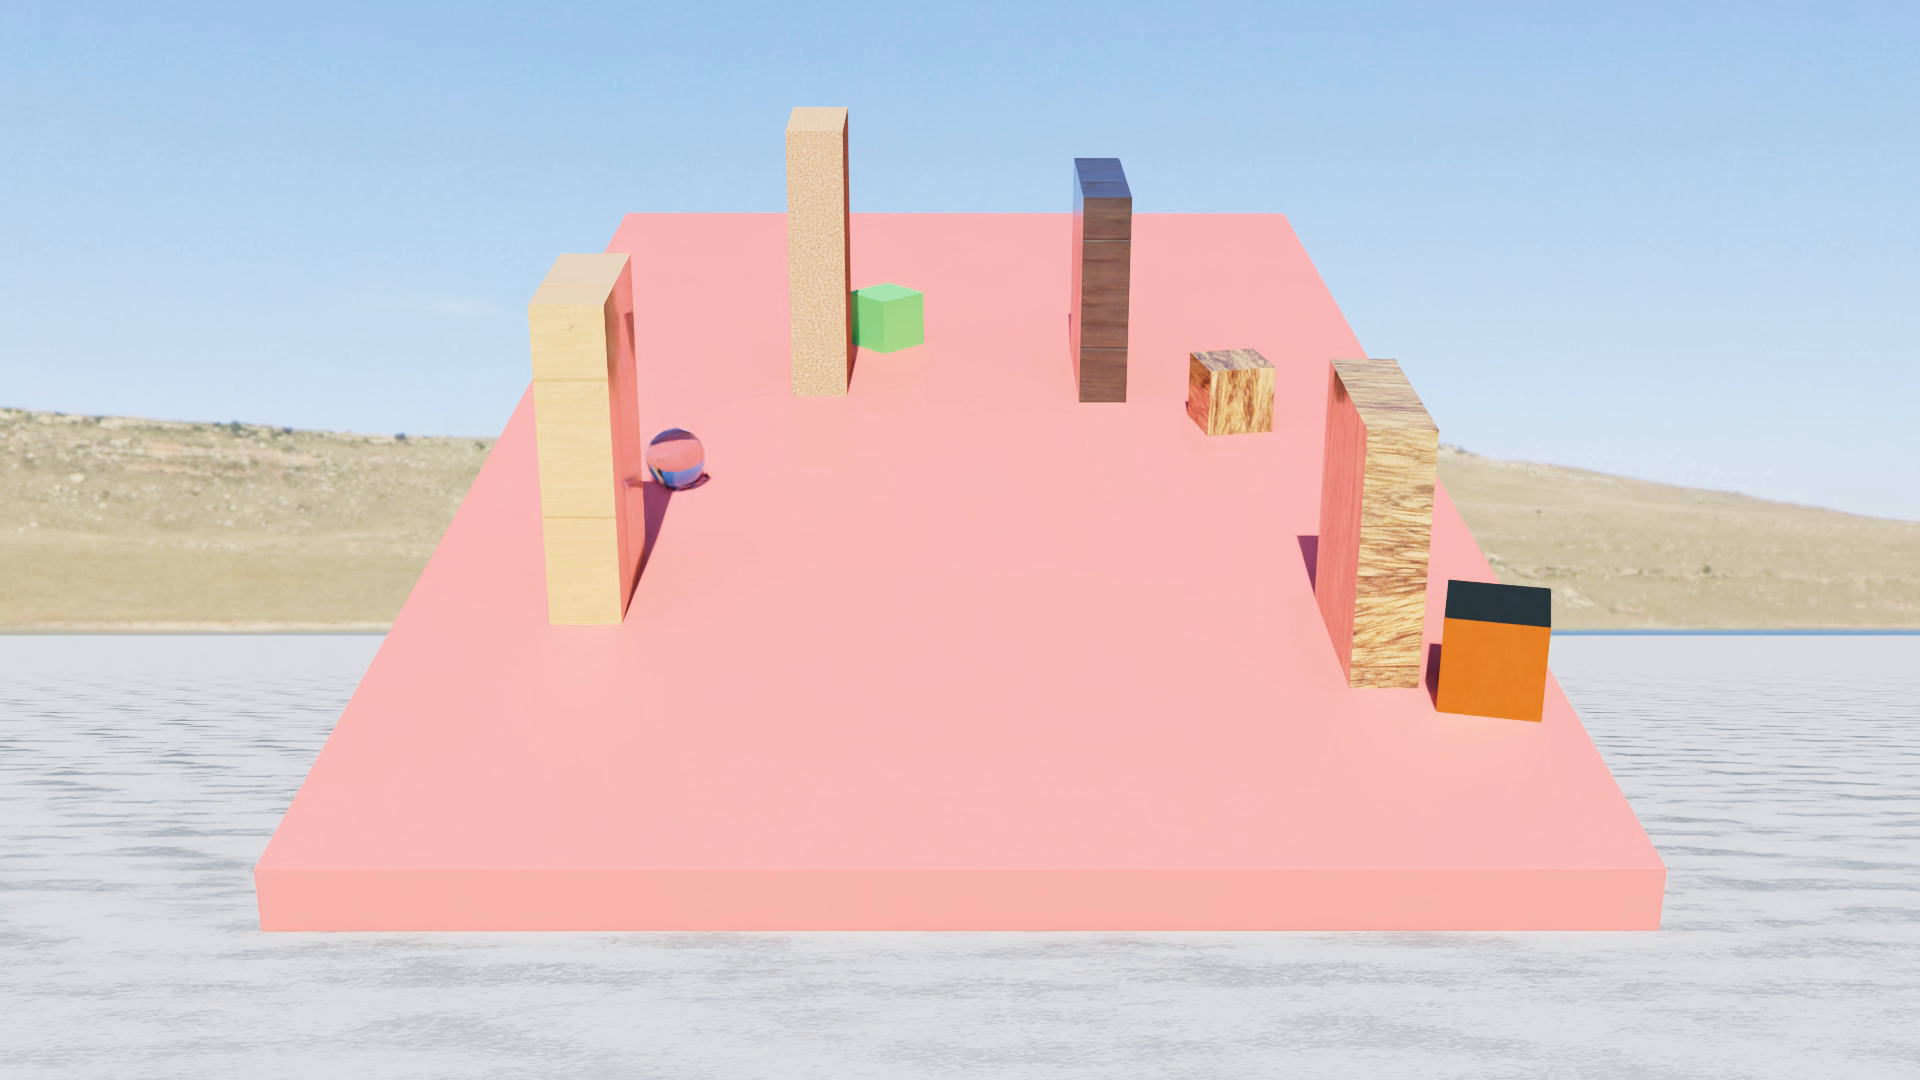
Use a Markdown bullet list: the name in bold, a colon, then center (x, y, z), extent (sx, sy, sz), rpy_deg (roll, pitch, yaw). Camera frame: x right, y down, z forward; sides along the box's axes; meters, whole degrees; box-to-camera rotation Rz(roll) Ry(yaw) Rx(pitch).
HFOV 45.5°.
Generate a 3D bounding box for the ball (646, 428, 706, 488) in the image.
- **ball**: center (-0.582, -0.168, 4.685), extent (0.122, 0.122, 0.122), rpy_deg (0, -2, 0)

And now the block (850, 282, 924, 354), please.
- **block**: center (-0.182, -0.548, 5.642), extent (0.131, 0.131, 0.131), rpy_deg (-19, 28, -39)

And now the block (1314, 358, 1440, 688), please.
- **block**: center (0.704, -0.035, 3.900), extent (0.114, 0.453, 0.389), rpy_deg (0, 21, 0)

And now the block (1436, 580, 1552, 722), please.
- **block**: center (0.874, 0.180, 3.745), extent (0.167, 0.167, 0.167), rpy_deg (5, 22, 12)

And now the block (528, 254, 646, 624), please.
- **block**: center (-0.661, -0.185, 4.095), extent (0.127, 0.584, 0.345), rpy_deg (0, 21, 0)

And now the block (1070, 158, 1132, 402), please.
- **block**: center (0.325, -0.611, 5.335), extent (0.108, 0.475, 0.417), rpy_deg (0, 21, 0)

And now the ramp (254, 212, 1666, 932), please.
- **ramp**: center (-0.006, -0.218, 5.118), extent (2.000, 0.100, 4.000), rpy_deg (0, 21, 0)

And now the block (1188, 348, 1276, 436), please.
- **block**: center (0.600, -0.328, 5.062), extent (0.148, 0.148, 0.148), rpy_deg (-4, 22, -11)

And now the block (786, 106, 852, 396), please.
- **block**: center (-0.323, -0.667, 5.285), extent (0.126, 0.614, 0.282), rpy_deg (0, 21, 0)
